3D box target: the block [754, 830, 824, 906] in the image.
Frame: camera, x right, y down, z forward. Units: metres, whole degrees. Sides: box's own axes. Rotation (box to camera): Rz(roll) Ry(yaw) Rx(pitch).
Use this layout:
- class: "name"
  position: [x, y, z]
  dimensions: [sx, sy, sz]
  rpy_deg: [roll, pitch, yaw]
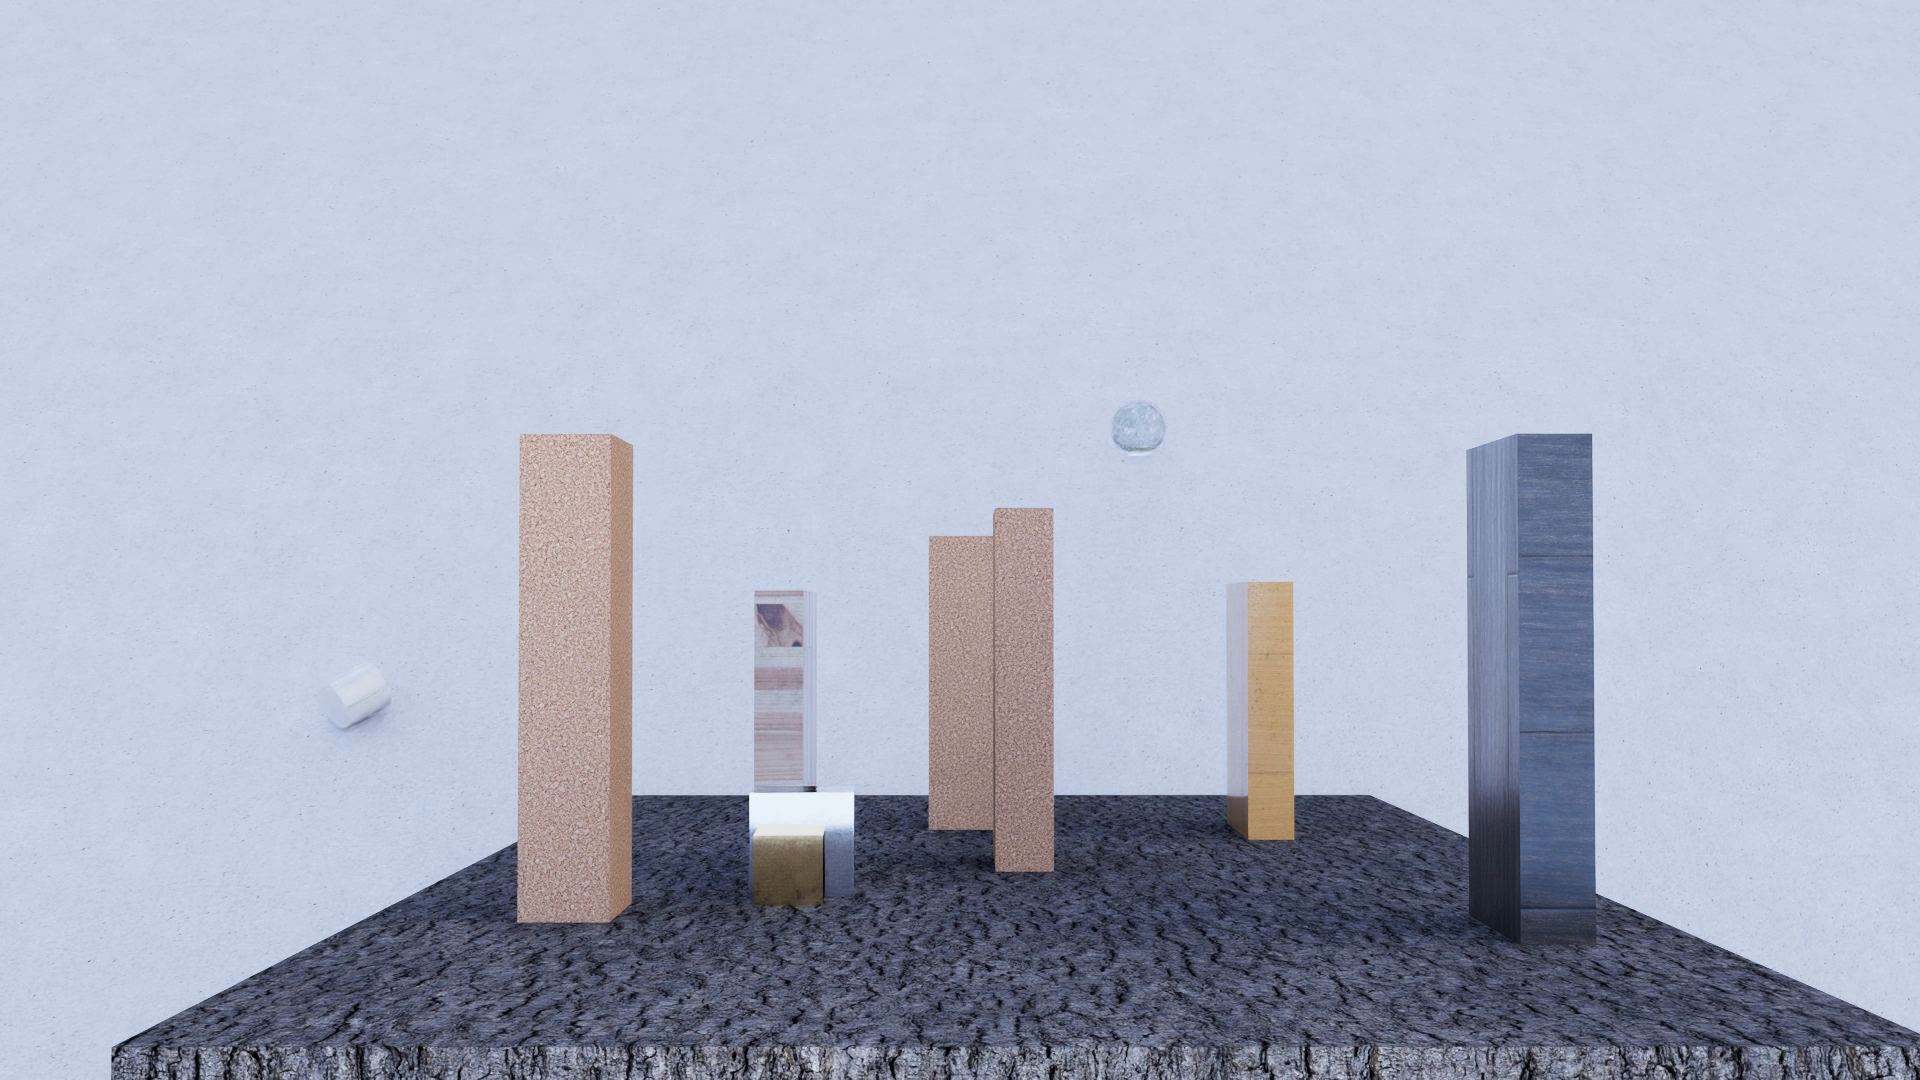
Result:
- class: "block"
  position: [-0.281, 0.538, 4.276]
  dimensions: [0.113, 0.113, 0.113]
  rpy_deg: [0, -2, -2]

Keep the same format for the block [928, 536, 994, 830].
- class: "block"
  position: [0.005, 0.318, 5.850]
  dimensions: [0.146, 0.646, 0.276]
  rpy_deg: [0, -2, 0]

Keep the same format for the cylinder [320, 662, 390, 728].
- class: "cylinder"
  position: [-1.674, 0.429, 7.189]
  dimensions: [0.138, 0.138, 0.138]
  rpy_deg: [29, 44, 35]

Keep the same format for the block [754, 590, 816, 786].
- class: "block"
  position: [-0.315, 0.351, 4.730]
  dimensions: [0.085, 0.514, 0.435]
  rpy_deg: [0, -2, 0]

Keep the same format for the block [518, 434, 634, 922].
- class: "block"
  position: [-0.608, 0.215, 4.123]
  dimensions: [0.141, 0.749, 0.271]
  rpy_deg: [0, -2, 0]

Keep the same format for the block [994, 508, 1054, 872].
- class: "block"
  position: [0.119, 0.280, 4.942]
  dimensions: [0.107, 0.669, 0.327]
  rpy_deg: [0, -2, 0]

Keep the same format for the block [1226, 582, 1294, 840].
- class: "block"
  position: [0.653, 0.365, 5.677]
  dimensions: [0.097, 0.541, 0.435]
  rpy_deg: [0, -2, 0]

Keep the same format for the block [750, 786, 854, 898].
- class: "block"
  position: [-0.267, 0.512, 4.421]
  dimensions: [0.174, 0.174, 0.174]
  rpy_deg: [0, -2, -2]

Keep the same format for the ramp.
- class: "ramp"
  position: [0.077, 0.661, 4.822]
  dimensions: [2.000, 0.100, 4.000]
  rpy_deg: [0, -2, 0]

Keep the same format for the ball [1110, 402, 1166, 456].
- class: "ball"
  position: [0.568, -0.353, 8.287]
  dimensions: [0.175, 0.175, 0.175]
  rpy_deg: [0, 35, 0]

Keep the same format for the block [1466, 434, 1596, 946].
- class: "block"
  position: [0.852, 0.218, 3.896]
  dimensions: [0.108, 0.730, 0.375]
  rpy_deg: [0, -2, 0]
